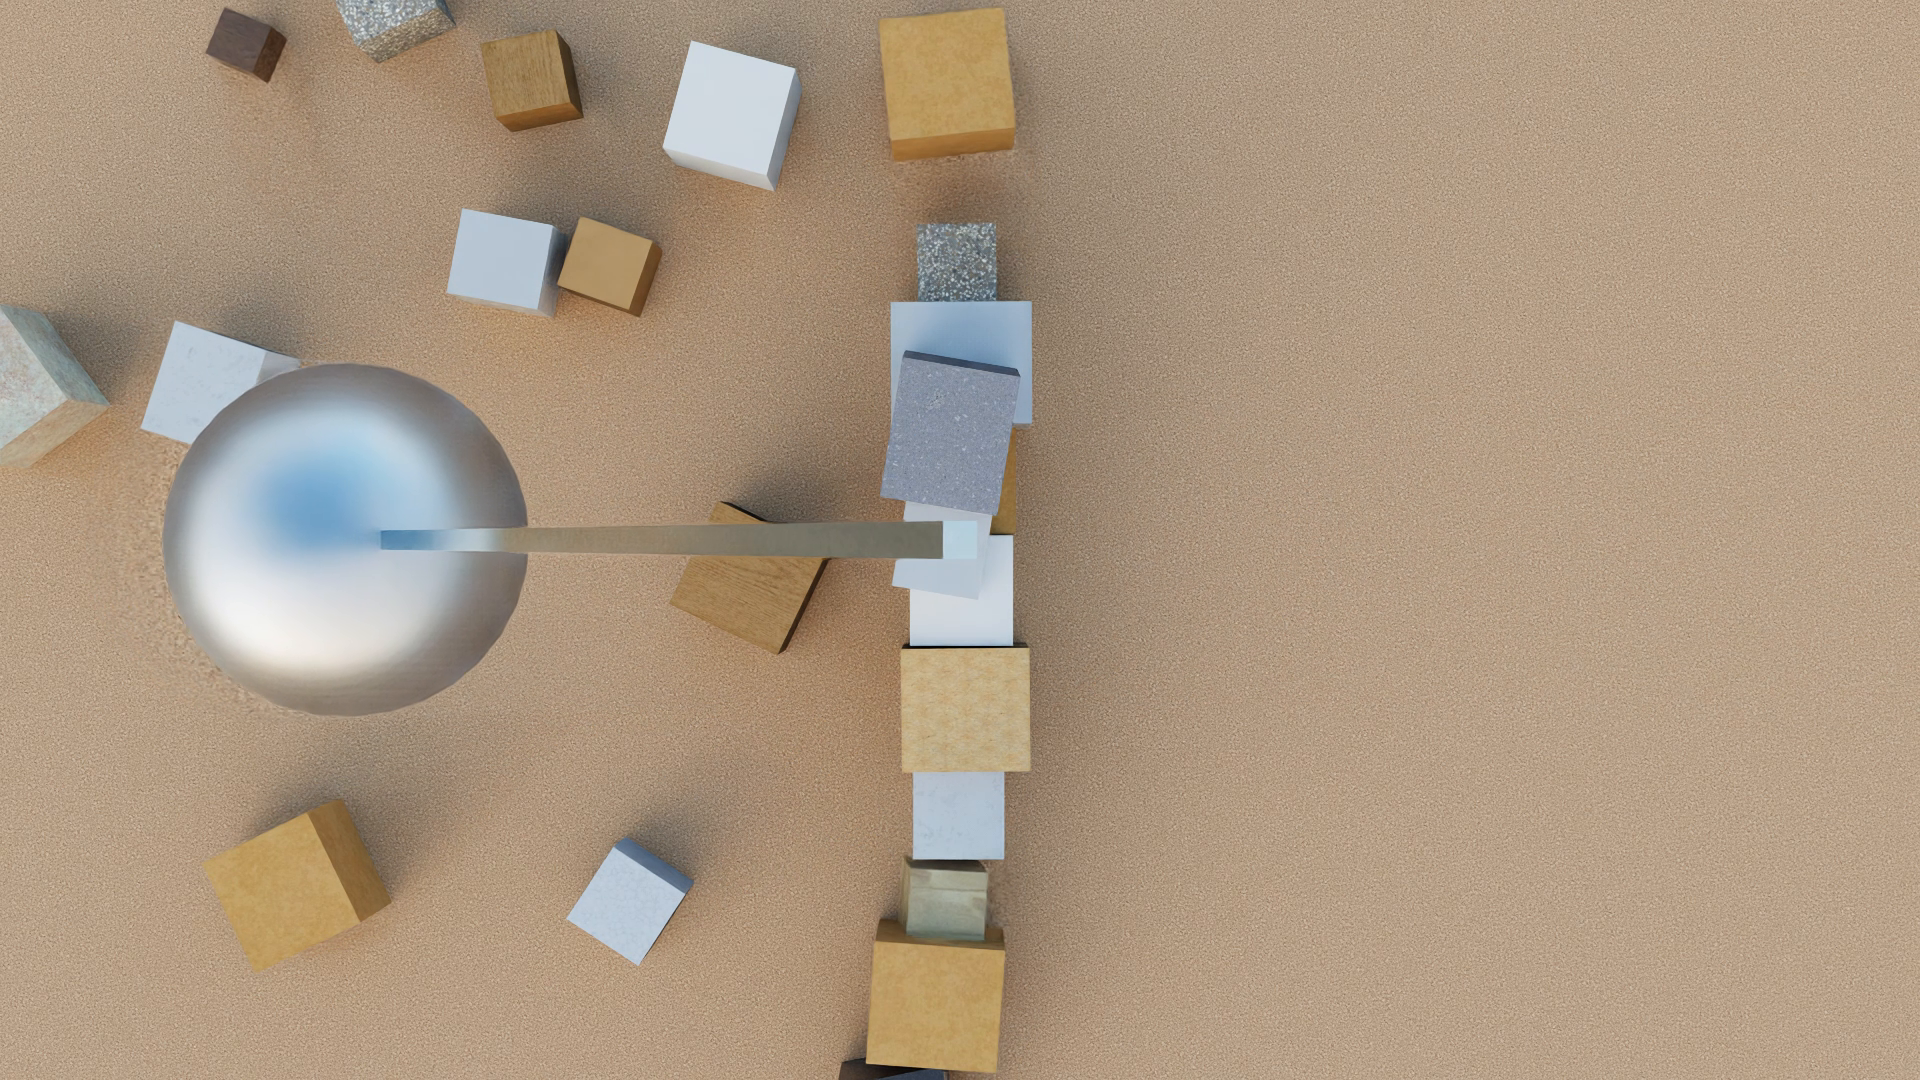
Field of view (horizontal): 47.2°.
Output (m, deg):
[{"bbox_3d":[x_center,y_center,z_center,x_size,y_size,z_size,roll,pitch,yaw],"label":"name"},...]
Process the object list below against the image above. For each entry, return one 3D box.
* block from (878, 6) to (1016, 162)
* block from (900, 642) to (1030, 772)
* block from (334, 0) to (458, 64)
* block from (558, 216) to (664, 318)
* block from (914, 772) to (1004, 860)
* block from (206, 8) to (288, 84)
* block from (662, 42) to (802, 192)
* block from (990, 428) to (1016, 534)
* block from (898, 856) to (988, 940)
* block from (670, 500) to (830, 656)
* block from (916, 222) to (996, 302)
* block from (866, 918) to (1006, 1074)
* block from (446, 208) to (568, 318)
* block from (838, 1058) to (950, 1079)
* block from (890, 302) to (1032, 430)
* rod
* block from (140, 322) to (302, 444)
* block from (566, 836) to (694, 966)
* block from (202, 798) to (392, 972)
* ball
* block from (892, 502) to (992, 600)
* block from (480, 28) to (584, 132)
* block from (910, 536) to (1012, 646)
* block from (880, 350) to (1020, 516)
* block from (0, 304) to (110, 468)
[{"bbox_3d":[-0.074,-2.610,12.651,0.704,0.697,0.679,-6,90,0],"label":"block"},{"bbox_3d":[0.032,0.954,12.664,0.721,0.673,0.691,-1,90,0],"label":"block"},{"bbox_3d":[-3.318,-3.164,12.755,0.515,0.490,0.532,-25,90,0],"label":"block"},{"bbox_3d":[-2.028,-1.582,12.776,0.434,0.448,0.416,19,90,0],"label":"block"},{"bbox_3d":[-0.007,1.557,12.724,0.515,0.552,0.499,0,90,0],"label":"block"},{"bbox_3d":[-4.168,-2.887,12.848,0.294,0.303,0.291,23,90,0],"label":"block"},{"bbox_3d":[-1.305,-2.439,12.706,0.606,0.588,0.624,15,90,0],"label":"block"},{"bbox_3d":[0.016,-0.336,12.723,0.597,0.554,0.600,0,90,0],"label":"block"},{"bbox_3d":[-0.100,2.071,12.735,0.443,0.481,0.388,4,90,-7],"label":"block"},{"bbox_3d":[-1.195,0.214,12.682,0.675,0.635,0.643,26,90,0],"label":"block"},{"bbox_3d":[-0.017,-1.571,12.764,0.450,0.471,0.466,-1,90,0],"label":"block"},{"bbox_3d":[-0.137,2.608,12.635,0.730,0.730,0.684,4,90,0],"label":"block"},{"bbox_3d":[-2.616,-1.597,12.749,0.524,0.503,0.486,11,90,0],"label":"block"},{"bbox_3d":[-0.345,3.298,12.697,0.606,0.606,0.556,-12,90,0],"label":"block"},{"bbox_3d":[0.008,-0.994,12.660,0.788,0.679,0.683,0,90,0],"label":"block"},{"bbox_3d":[-1.194,0.000,6.920,0.080,5.200,0.080,0,90,-27],"label":"rod"},{"bbox_3d":[-4.245,-0.846,12.670,0.537,0.660,0.634,18,90,0],"label":"block"},{"bbox_3d":[-1.906,2.091,12.772,0.491,0.456,0.489,33,90,0],"label":"block"},{"bbox_3d":[-3.801,1.976,12.655,0.653,0.689,0.687,-26,90,0],"label":"block"},{"bbox_3d":[-2.756,0.000,9.940,1.600,1.600,1.600,0,90,0],"label":"ball"},{"bbox_3d":[-0.095,0.043,12.139,0.473,0.467,0.492,10,90,0],"label":"block"},{"bbox_3d":[-2.478,-2.661,12.763,0.439,0.475,0.426,-11,90,0],"label":"block"},{"bbox_3d":[0.009,0.285,12.686,0.578,0.628,0.621,0,90,0],"label":"block"},{"bbox_3d":[-0.054,-0.594,11.981,0.633,0.690,0.749,9,98,-1],"label":"block"},{"bbox_3d":[-5.466,-0.882,12.681,0.615,0.638,0.681,-36,90,0],"label":"block"}]
